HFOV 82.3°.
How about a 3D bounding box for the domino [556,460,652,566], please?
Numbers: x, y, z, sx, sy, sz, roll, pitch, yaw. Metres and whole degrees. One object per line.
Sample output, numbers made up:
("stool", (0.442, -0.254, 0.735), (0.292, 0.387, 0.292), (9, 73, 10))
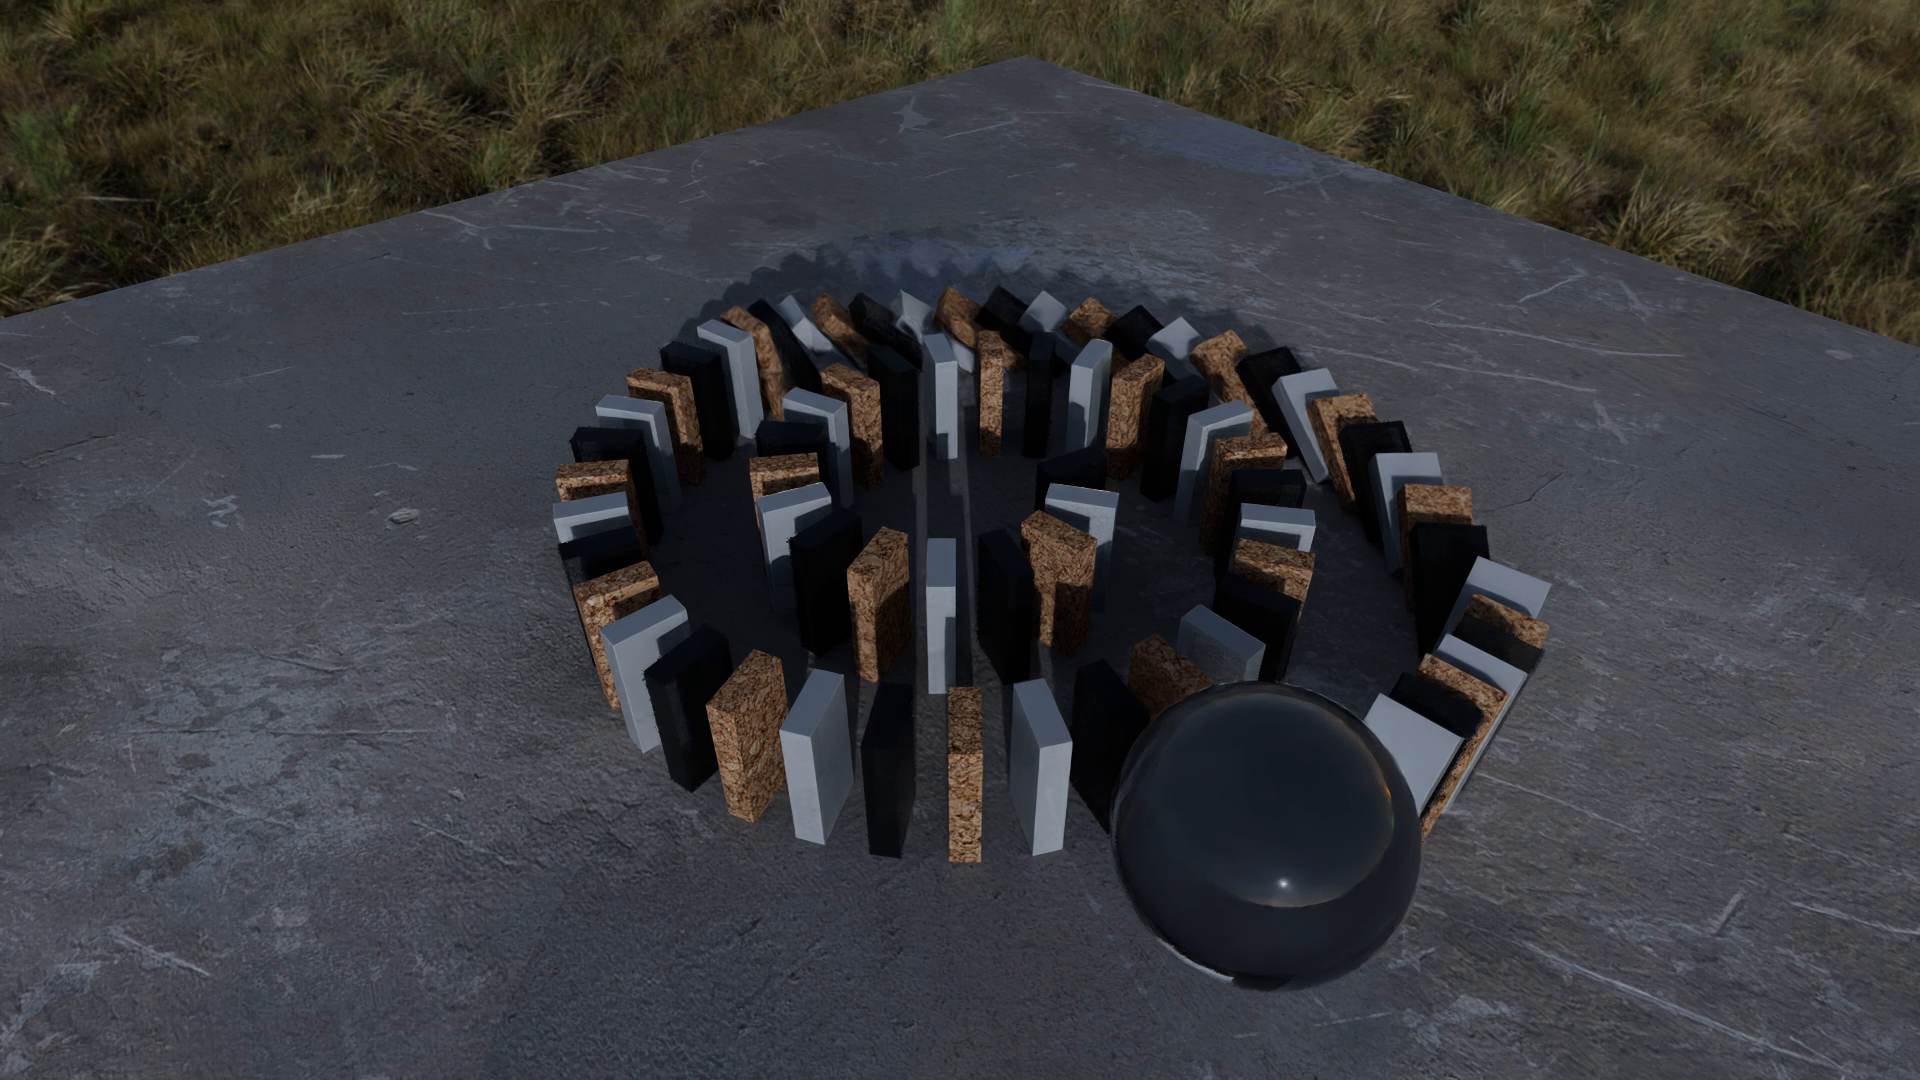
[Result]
("domino", (-0.135, -0.007, 0.420), (0.025, 0.050, 0.010), (-5, 40, -6))

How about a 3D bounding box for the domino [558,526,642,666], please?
("domino", (-0.122, 0.020, 0.387), (0.025, 0.050, 0.010), (-16, 42, -19))

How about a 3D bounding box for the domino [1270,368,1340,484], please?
("domino", (0.161, -0.051, 0.489), (0.025, 0.009, 0.050), (-13, 68, -15))

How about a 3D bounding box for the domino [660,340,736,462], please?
("domino", (-0.115, -0.061, 0.486), (0.025, 0.050, 0.010), (19, 43, 21))

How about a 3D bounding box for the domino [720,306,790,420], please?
("domino", (-0.093, -0.082, 0.511), (0.009, 0.050, 0.025), (-38, 51, -21))

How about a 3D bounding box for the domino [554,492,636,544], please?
("domino", (-0.130, 0.007, 0.403), (0.025, 0.050, 0.009), (-11, 41, -13))

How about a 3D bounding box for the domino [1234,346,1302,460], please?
("domino", (0.150, -0.063, 0.503), (0.025, 0.009, 0.050), (-17, 70, -20))

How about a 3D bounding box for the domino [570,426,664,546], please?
("domino", (-0.136, -0.021, 0.437), (0.025, 0.050, 0.010), (3, 39, 4))

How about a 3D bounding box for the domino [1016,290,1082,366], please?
("domino", (0.055, -0.101, 0.549), (0.050, 0.010, 0.025), (37, 45, -2))

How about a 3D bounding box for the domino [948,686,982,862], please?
("domino", (0.001, 0.070, 0.326), (0.010, 0.050, 0.025), (0, 39, 0))

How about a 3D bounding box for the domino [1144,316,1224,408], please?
("domino", (0.114, -0.082, 0.526), (0.050, 0.009, 0.025), (47, 54, 9))

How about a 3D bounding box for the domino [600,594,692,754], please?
("domino", (-0.099, 0.044, 0.358), (0.025, 0.050, 0.009), (-29, 47, -30))

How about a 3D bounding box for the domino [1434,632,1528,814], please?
("domino", (0.153, 0.058, 0.346), (0.025, 0.050, 0.010), (31, 7, 32))

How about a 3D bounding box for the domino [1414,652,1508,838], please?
("domino", (0.144, 0.063, 0.339), (0.025, 0.050, 0.010), (31, 7, 32))

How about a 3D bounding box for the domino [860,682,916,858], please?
("domino", (-0.021, 0.069, 0.327), (0.009, 0.050, 0.025), (6, 40, 7))

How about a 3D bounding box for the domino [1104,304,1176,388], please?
("domino", (0.097, -0.090, 0.536), (0.050, 0.010, 0.025), (46, 53, 8))

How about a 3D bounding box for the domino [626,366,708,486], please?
("domino", (-0.125, -0.048, 0.470), (0.025, 0.050, 0.010), (14, 41, 16))

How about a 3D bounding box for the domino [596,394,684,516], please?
("domino", (-0.132, -0.035, 0.454), (0.025, 0.050, 0.009), (9, 40, 11))

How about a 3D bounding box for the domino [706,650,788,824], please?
("domino", (-0.063, 0.061, 0.337), (0.009, 0.050, 0.025), (17, 42, 19))

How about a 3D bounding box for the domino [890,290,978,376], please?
("domino", (-0.010, -0.103, 0.548), (0.050, 0.010, 0.025), (26, 32, -25))

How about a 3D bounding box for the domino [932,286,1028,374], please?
("domino", (0.011, -0.105, 0.552), (0.050, 0.010, 0.025), (29, 37, -15))

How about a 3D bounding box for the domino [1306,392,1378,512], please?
("domino", (0.170, -0.038, 0.473), (0.025, 0.010, 0.050), (-8, 67, -10))

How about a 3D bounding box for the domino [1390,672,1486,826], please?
("domino", (0.134, 0.068, 0.333), (0.025, 0.050, 0.010), (31, 7, 32))

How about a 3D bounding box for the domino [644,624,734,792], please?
("domino", (-0.082, 0.054, 0.346), (0.009, 0.050, 0.025), (25, 45, 27))

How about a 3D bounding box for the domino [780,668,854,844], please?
("domino", (-0.042, 0.066, 0.331), (0.009, 0.050, 0.025), (11, 41, 13))

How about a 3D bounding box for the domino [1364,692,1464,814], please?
("domino", (0.125, 0.074, 0.327), (0.025, 0.050, 0.009), (31, 7, 32))

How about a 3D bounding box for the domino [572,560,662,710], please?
("domino", (-0.112, 0.033, 0.372), (0.025, 0.050, 0.009), (-22, 44, -24))

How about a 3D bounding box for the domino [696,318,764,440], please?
("domino", (-0.104, -0.073, 0.500), (0.025, 0.050, 0.009), (25, 45, 27))

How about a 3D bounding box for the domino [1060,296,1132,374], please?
("domino", (0.076, -0.096, 0.543), (0.050, 0.010, 0.025), (41, 48, 3))

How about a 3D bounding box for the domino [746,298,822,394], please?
("domino", (-0.080, -0.089, 0.520), (0.010, 0.050, 0.025), (-38, 48, -6))

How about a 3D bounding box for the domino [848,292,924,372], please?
("domino", (-0.031, -0.101, 0.543), (0.050, 0.010, 0.025), (27, 27, -32))

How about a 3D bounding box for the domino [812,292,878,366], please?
("domino", (-0.049, -0.098, 0.537), (0.010, 0.050, 0.025), (-43, 39, 17))

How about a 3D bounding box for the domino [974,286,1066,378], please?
("domino", (0.034, -0.105, 0.552), (0.050, 0.009, 0.025), (34, 42, -7))

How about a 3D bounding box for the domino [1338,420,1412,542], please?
("domino", (0.177, -0.025, 0.456), (0.025, 0.010, 0.050), (-5, 67, -6))

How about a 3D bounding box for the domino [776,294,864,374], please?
("domino", (-0.066, -0.094, 0.529), (0.009, 0.050, 0.025), (-40, 44, 7))

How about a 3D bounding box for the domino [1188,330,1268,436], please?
("domino", (0.133, -0.074, 0.516), (0.025, 0.010, 0.050), (-27, 74, -29))
